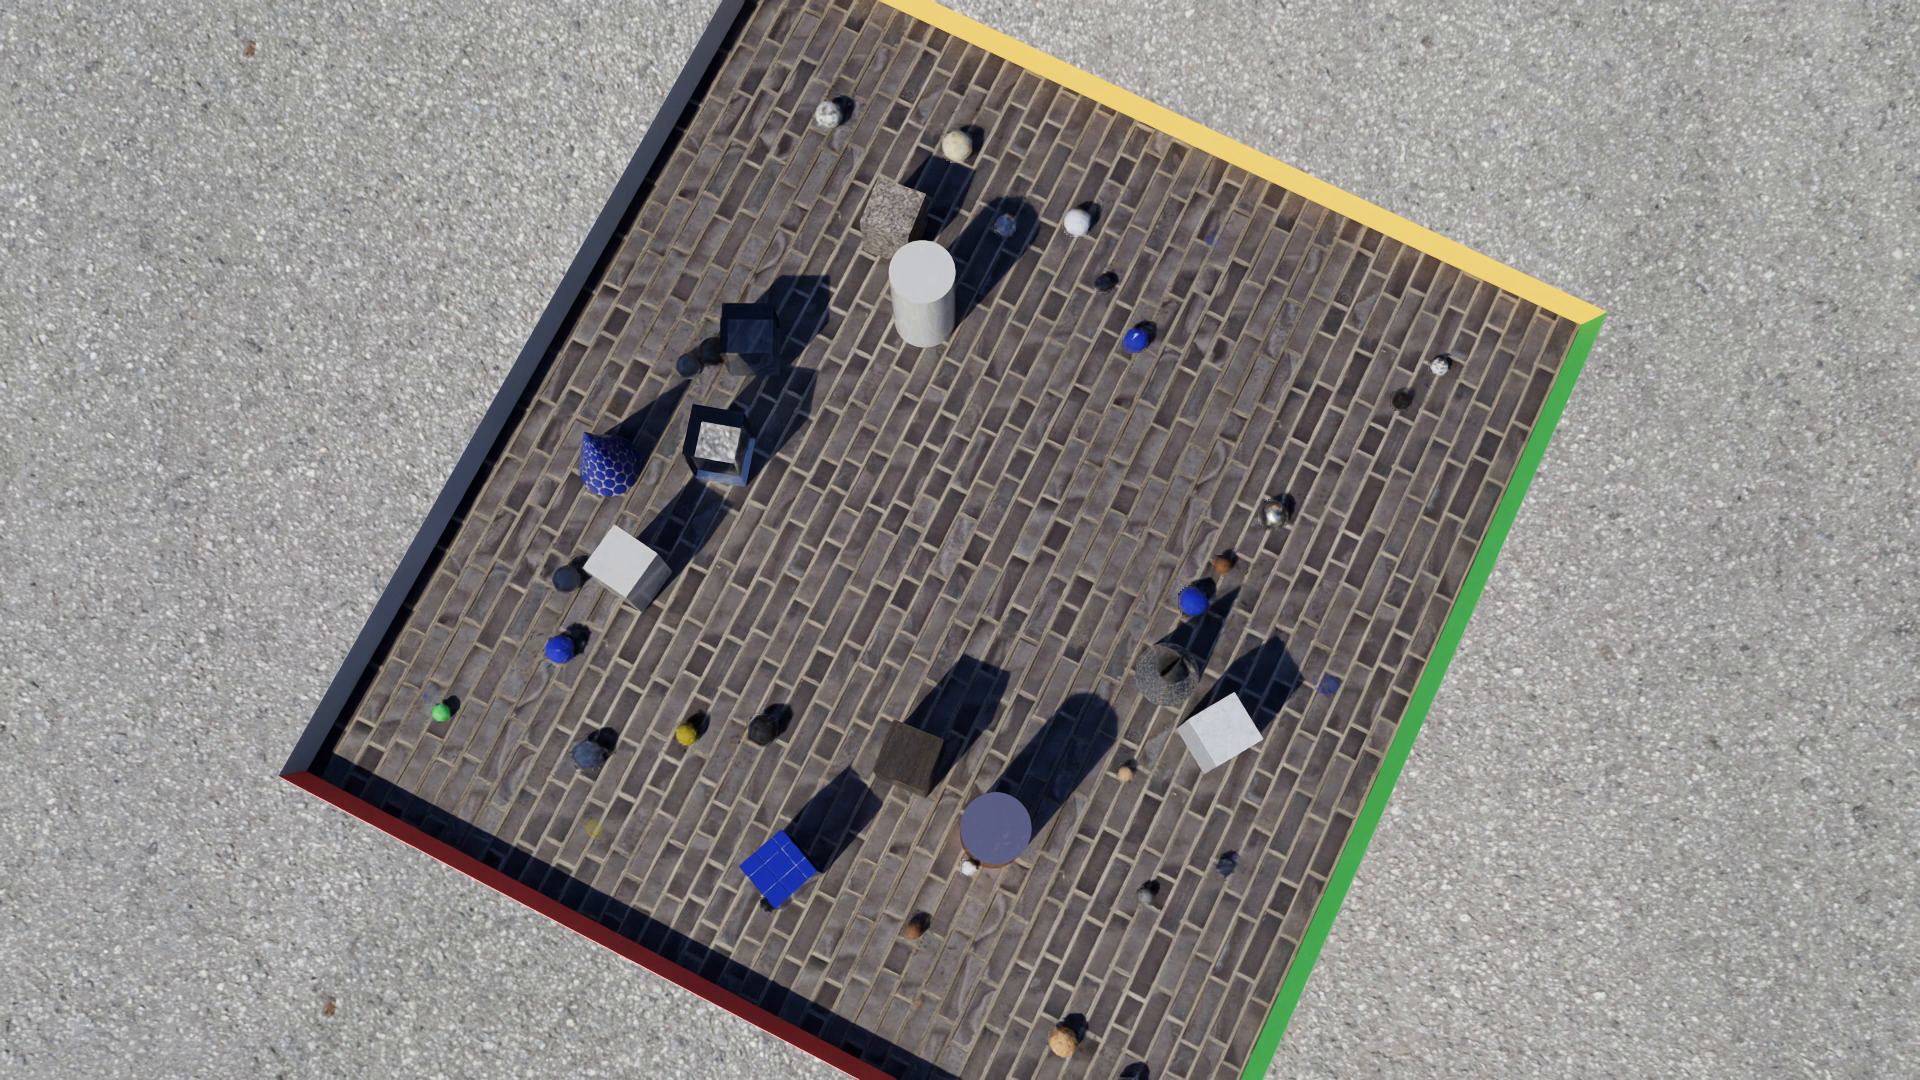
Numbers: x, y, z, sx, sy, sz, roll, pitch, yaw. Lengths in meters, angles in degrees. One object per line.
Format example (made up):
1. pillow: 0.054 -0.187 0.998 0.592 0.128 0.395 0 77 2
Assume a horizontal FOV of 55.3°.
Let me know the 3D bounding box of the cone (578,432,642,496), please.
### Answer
1. cone: -1.082 -0.270 5.466 0.195 0.404 0.195 0 78 0

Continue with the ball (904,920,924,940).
1. ball: -0.135 1.141 5.352 0.055 0.055 0.055 0 78 0

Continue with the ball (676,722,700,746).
1. ball: -0.812 0.578 5.461 0.070 0.070 0.070 0 78 0

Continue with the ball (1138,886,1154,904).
1. ball: 0.545 1.043 5.376 0.049 0.049 0.049 0 78 0

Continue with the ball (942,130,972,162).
1. ball: -0.008 -1.253 5.826 0.098 0.098 0.098 0 78 0

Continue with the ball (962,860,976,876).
1. ball: 0.026 0.963 5.385 0.044 0.044 0.044 0 78 0

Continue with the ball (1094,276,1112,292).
1. ball: 0.450 -0.804 5.755 0.054 0.054 0.054 0 78 0

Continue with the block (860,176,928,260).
1. block: -0.204 -0.986 5.696 0.156 0.245 0.156 20 79 4

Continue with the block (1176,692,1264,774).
1. block: 0.757 0.567 5.357 0.156 0.278 0.156 -30 80 -6

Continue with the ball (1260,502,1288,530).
1. ball: 0.958 -0.074 5.590 0.083 0.083 0.083 0 78 0

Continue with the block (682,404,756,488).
1. block: -0.724 -0.282 5.522 0.156 0.299 0.156 10 78 2

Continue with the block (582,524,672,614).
1. block: -0.986 0.089 5.452 0.156 0.286 0.156 33 80 6

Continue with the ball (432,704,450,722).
1. ball: -1.552 0.516 5.482 0.054 0.054 0.054 0 78 0

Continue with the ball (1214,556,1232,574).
1. ball: 0.799 0.078 5.572 0.055 0.055 0.055 0 78 0

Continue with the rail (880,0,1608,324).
1. rail: 0.672 -1.309 5.822 2.927 0.127 0.045 26 80 5

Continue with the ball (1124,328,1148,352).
1. ball: 0.550 -0.625 5.707 0.076 0.076 0.076 0 78 0

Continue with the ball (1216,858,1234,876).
1. ball: 0.779 0.963 5.391 0.052 0.052 0.052 0 78 0

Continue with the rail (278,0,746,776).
1. rail: -1.288 -0.624 5.680 0.045 0.127 3.052 26 80 5

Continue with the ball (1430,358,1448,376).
1. ball: 1.492 -0.539 5.701 0.054 0.054 0.054 0 78 0

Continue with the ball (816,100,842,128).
1. ball: -0.419 -1.358 5.853 0.088 0.088 0.088 0 78 0

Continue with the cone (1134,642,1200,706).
1. cone: 0.625 0.367 5.346 0.195 0.382 0.195 0 78 0

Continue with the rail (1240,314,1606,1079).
1. rail: 1.288 0.637 5.419 0.045 0.127 3.052 26 80 5

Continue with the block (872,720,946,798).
1. block: -0.145 0.638 5.325 0.156 0.312 0.156 21 79 4

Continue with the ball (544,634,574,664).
1. ball: -1.202 0.329 5.503 0.088 0.088 0.088 0 78 0

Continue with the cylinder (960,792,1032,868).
1. cylinder: 0.098 0.831 5.220 0.195 0.441 0.195 0 78 0

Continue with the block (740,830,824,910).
1. block: -0.511 0.951 5.280 0.156 0.273 0.156 -41 81 -8

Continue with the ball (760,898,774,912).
1. ball: -0.563 1.067 5.372 0.046 0.046 0.046 0 78 0

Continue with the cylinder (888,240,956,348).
1. cylinder: -0.110 -0.741 5.556 0.195 0.419 0.195 0 78 0

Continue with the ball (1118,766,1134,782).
1. ball: 0.494 0.693 5.449 0.047 0.047 0.047 0 78 0

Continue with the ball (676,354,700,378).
1. ball: -0.845 -0.541 5.689 0.077 0.077 0.077 0 78 0

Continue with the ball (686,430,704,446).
1. ball: -0.818 -0.314 5.656 0.050 0.050 0.050 0 78 0

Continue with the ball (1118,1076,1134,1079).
1. ball: 0.477 1.578 5.250 0.079 0.079 0.079 0 78 0

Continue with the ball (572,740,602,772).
1. ball: -1.107 0.640 5.438 0.091 0.091 0.091 0 78 0

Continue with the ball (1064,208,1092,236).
1. ball: 0.370 -1.004 5.781 0.086 0.086 0.086 0 78 0

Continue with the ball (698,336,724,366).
1. ball: -0.765 -0.584 5.690 0.094 0.094 0.094 0 78 0

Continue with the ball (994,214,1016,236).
1. ball: 0.145 -0.994 5.787 0.069 0.069 0.069 0 78 0

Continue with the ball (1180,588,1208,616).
1. ball: 0.707 0.187 5.535 0.084 0.084 0.084 0 78 0

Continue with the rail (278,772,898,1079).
1. rail: -0.672 1.323 5.277 2.927 0.127 0.045 26 80 5

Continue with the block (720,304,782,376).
1. block: -0.640 -0.613 5.623 0.156 0.236 0.156 0 78 0

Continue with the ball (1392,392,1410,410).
1. ball: 1.367 -0.430 5.677 0.056 0.056 0.056 0 78 0

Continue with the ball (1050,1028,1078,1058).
1. ball: 0.298 1.446 5.275 0.082 0.082 0.082 0 78 0

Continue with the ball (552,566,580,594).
1. ball: -1.192 0.120 5.549 0.084 0.084 0.084 0 78 0

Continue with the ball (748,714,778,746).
1. ball: -0.586 0.566 5.454 0.090 0.090 0.090 0 78 0
